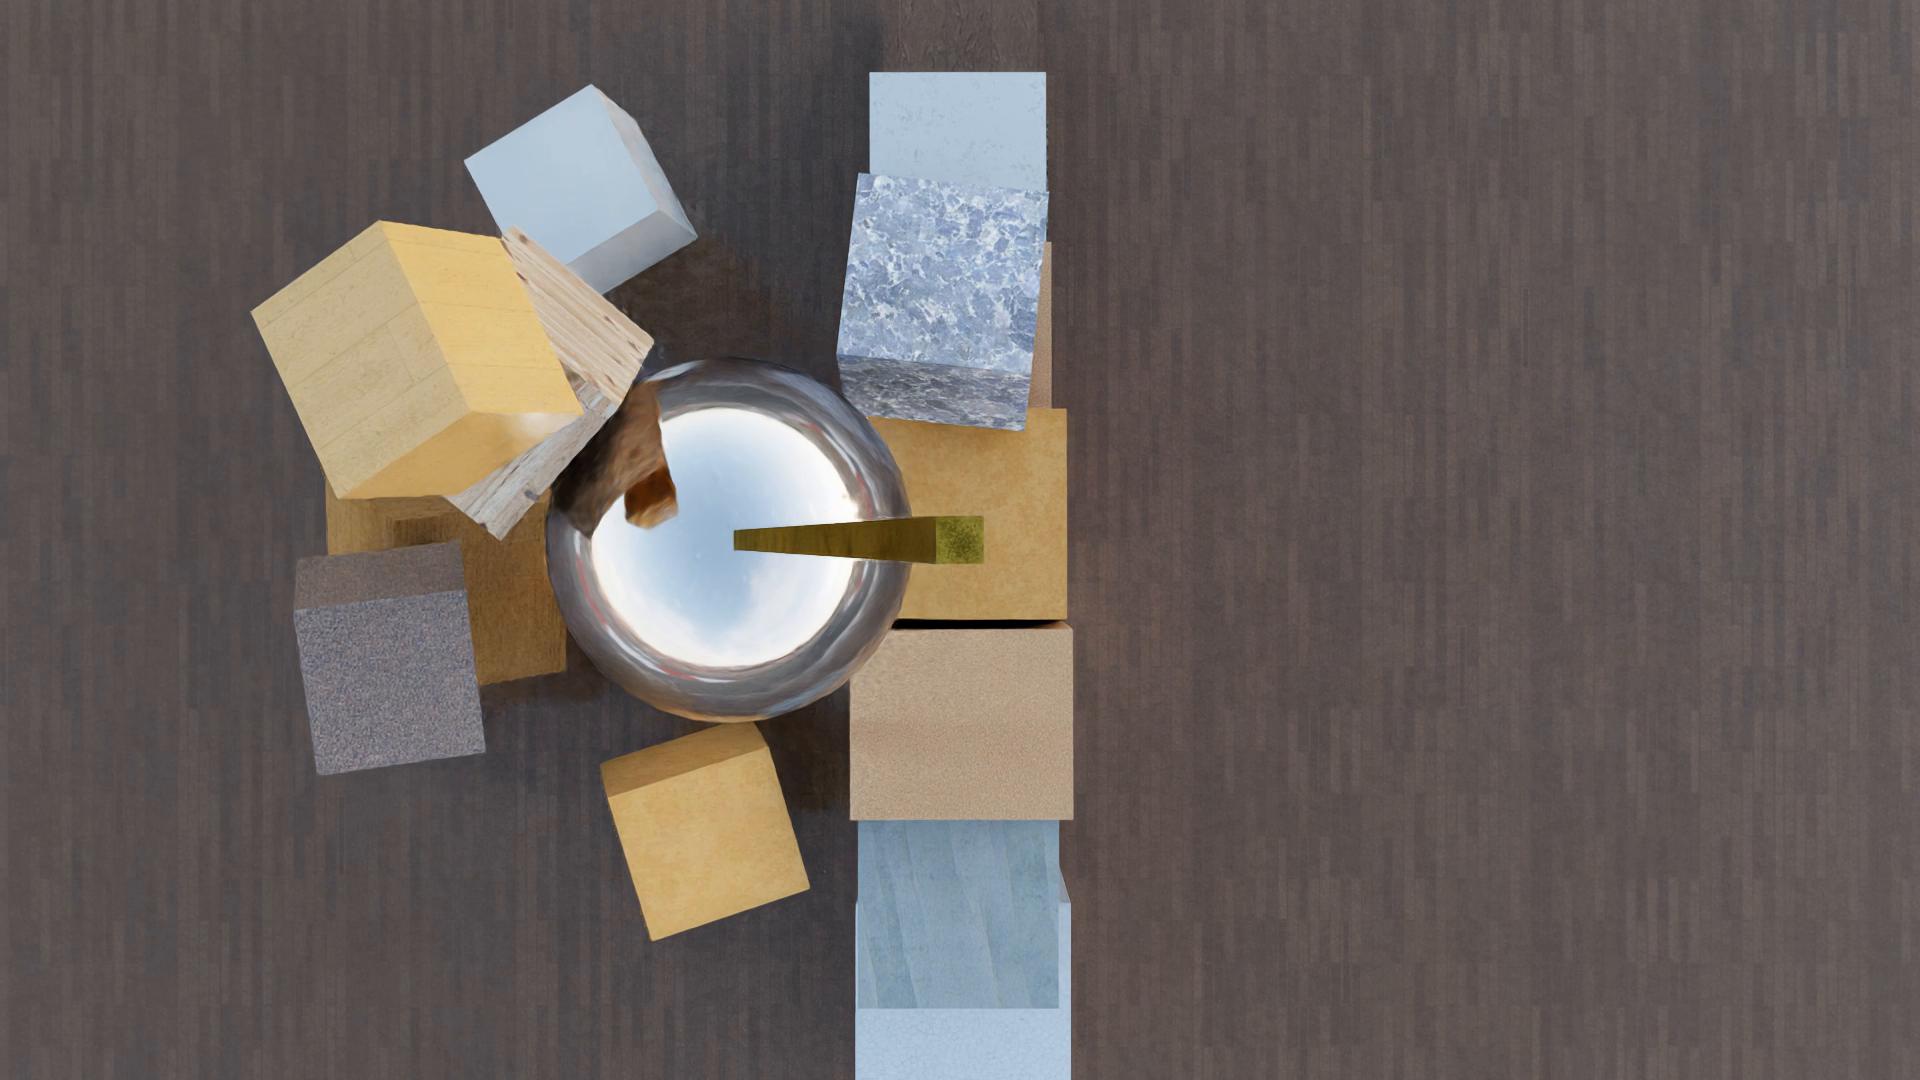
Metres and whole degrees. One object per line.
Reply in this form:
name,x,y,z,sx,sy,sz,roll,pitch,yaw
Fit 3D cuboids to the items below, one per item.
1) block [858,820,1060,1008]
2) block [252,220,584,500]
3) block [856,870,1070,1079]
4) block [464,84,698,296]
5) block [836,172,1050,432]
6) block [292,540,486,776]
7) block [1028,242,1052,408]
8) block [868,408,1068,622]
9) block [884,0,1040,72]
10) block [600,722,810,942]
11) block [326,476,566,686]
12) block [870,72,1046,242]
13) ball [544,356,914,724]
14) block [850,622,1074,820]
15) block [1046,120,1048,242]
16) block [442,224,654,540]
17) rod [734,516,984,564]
block,-0.008,1.849,11.333,0.995,0.921,0.951,0,89,0
block,-1.995,-0.652,8.144,0.643,0.750,0.770,-30,82,20
block,0.017,2.535,12.396,1.154,1.207,1.174,0,90,0
block,-1.922,-1.736,11.237,0.754,0.697,0.732,-29,82,6
block,-0.074,-1.104,10.396,0.876,0.926,0.873,6,76,1
block,-2.903,0.585,11.213,0.821,0.762,0.881,-7,110,-13
block,0.018,-1.057,11.393,0.874,0.877,0.852,0,90,0
block,0.018,-0.103,11.268,1.008,1.059,1.030,0,87,0
block,0.011,-2.695,12.532,0.854,0.937,0.854,0,90,0
block,-1.326,1.466,11.333,0.828,0.820,0.766,-17,100,-10
block,-2.846,0.174,12.194,0.993,0.969,1.002,-9,112,-35
block,-0.010,-1.916,11.433,0.884,0.802,0.860,0,90,0
ball,-0.998,0.000,9.586,1.600,1.600,1.600,0,90,0
block,0.007,0.901,11.258,1.088,1.075,0.929,0,90,0
block,0.001,-1.692,12.417,0.949,1.166,1.133,0,90,0
block,-1.877,-0.665,9.109,0.766,0.822,0.789,40,110,-14
rod,-0.432,0.000,6.234,0.080,5.200,0.080,0,90,-10
